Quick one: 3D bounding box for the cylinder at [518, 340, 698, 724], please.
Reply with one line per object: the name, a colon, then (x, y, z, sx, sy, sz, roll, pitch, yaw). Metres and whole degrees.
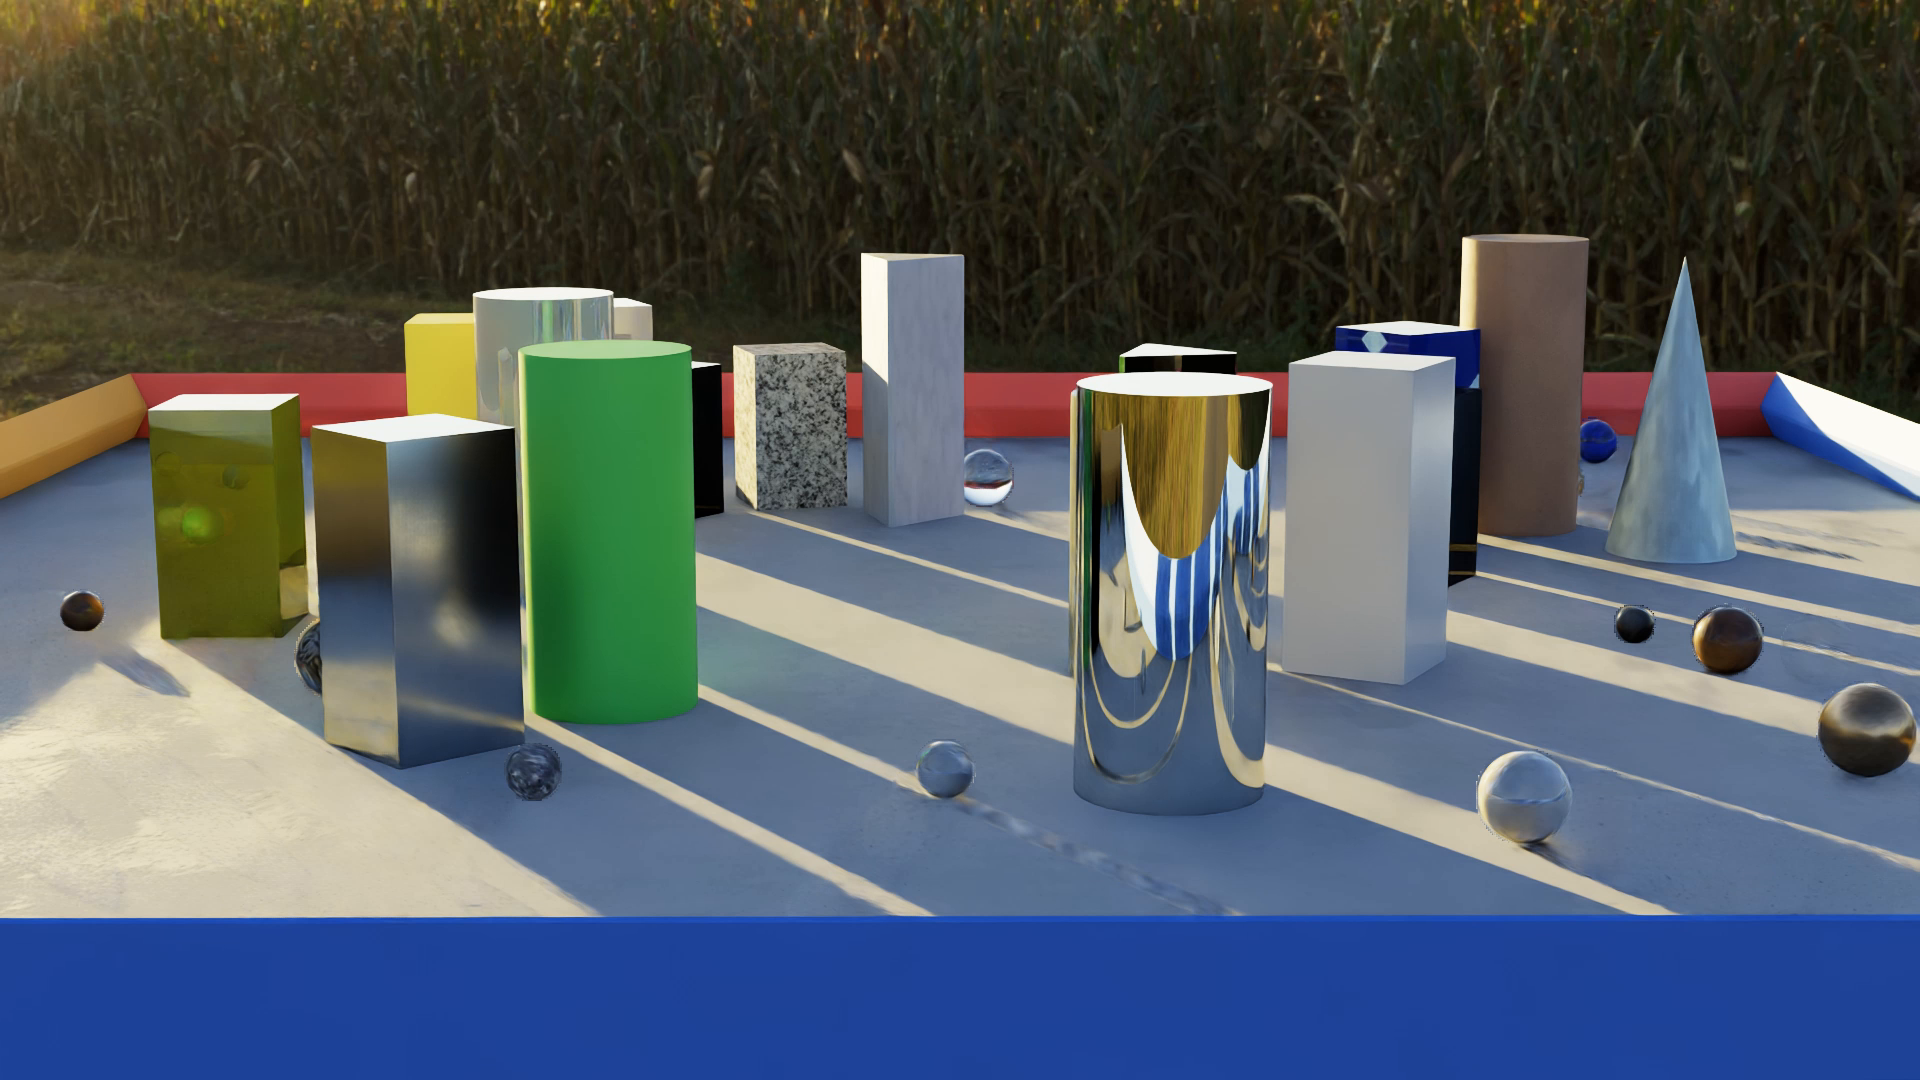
cylinder: (-0.399, -0.013, 2.921, 0.193, 0.410, 0.193, 0, 11, 0)

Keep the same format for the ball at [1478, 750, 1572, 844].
ball: (0.534, 0.243, 2.426, 0.088, 0.088, 0.088, 0, 11, 0)

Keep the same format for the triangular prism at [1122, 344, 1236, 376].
triangular prism: (0.286, -0.106, 3.637, 0.167, 0.331, 0.145, -3, 11, -13)

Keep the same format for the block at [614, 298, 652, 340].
block: (-0.627, -0.250, 4.440, 0.155, 0.320, 0.155, -5, 11, -23)

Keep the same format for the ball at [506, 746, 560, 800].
ball: (-0.428, 0.233, 2.570, 0.055, 0.055, 0.055, 0, 11, 0)

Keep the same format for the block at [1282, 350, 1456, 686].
block: (0.496, -0.031, 3.114, 0.155, 0.375, 0.155, 6, 12, 28)

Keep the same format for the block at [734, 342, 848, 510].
block: (-0.285, -0.193, 4.305, 0.155, 0.258, 0.155, -3, 11, -18)

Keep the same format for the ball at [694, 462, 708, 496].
ball: (-0.460, -0.102, 4.353, 0.062, 0.062, 0.062, 0, 11, 0)

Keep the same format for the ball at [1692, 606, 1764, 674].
ball: (0.928, 0.121, 3.099, 0.082, 0.082, 0.082, 0, 11, 0)

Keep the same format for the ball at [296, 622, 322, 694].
ball: (-0.723, 0.136, 2.981, 0.094, 0.094, 0.094, 0, 11, 0)

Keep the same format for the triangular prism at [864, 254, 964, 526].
triangular prism: (-0.104, -0.249, 4.154, 0.145, 0.423, 0.167, 10, 14, 43)

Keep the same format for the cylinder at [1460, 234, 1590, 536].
cylinder: (0.884, -0.247, 4.052, 0.193, 0.457, 0.193, 0, 11, 0)

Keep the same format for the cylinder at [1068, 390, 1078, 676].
cylinder: (0.228, -0.008, 3.083, 0.193, 0.340, 0.193, 0, 11, 0)

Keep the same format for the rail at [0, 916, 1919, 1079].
rail: (0.009, 0.327, 1.862, 3.245, 0.126, 0.045, 0, 11, 0)

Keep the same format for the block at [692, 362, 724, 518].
block: (-0.496, -0.162, 4.176, 0.155, 0.245, 0.155, 8, 13, 35)

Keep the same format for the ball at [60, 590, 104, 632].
ball: (-1.139, 0.092, 3.328, 0.054, 0.054, 0.054, 0, 11, 0)

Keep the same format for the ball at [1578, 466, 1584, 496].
ball: (1.008, -0.098, 4.296, 0.074, 0.074, 0.074, 0, 11, 0)

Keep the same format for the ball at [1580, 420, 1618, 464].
ball: (1.171, -0.182, 4.731, 0.080, 0.080, 0.080, 0, 11, 0)

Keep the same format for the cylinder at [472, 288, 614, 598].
cylinder: (-0.578, -0.140, 3.597, 0.193, 0.412, 0.193, 0, 11, 0)

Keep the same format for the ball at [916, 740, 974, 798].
ball: (-0.015, 0.230, 2.575, 0.058, 0.058, 0.058, 0, 11, 0)

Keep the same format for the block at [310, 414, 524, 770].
block: (-0.581, 0.050, 2.755, 0.155, 0.346, 0.155, -10, 14, -42)

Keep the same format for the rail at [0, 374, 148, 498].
rail: (-1.599, 0.034, 3.440, 0.045, 0.126, 3.276, 0, 11, 0)

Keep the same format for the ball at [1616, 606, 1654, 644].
ball: (0.858, 0.108, 3.263, 0.047, 0.047, 0.047, 0, 11, 0)

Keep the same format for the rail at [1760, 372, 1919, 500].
rail: (1.599, 0.031, 3.458, 0.045, 0.126, 3.276, 0, 11, 0)

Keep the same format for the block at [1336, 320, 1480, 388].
block: (0.684, -0.162, 3.947, 0.155, 0.328, 0.155, -8, 13, -35)

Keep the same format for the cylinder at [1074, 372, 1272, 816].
cylinder: (0.212, 0.049, 2.572, 0.193, 0.415, 0.193, 0, 11, 0)

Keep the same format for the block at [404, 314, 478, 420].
block: (-0.737, -0.156, 3.843, 0.155, 0.353, 0.155, -1, 11, -4)

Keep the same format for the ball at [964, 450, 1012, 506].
ball: (0.040, -0.103, 4.268, 0.095, 0.095, 0.095, 0, 11, 0)

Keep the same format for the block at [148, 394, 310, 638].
block: (-0.950, -0.033, 3.343, 0.155, 0.295, 0.155, 0, 11, -1)

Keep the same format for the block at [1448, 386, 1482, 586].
block: (0.637, -0.078, 3.652, 0.155, 0.271, 0.155, 7, 12, 32)

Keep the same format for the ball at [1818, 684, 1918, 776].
ball: (0.938, 0.196, 2.651, 0.097, 0.097, 0.097, 0, 11, 0)

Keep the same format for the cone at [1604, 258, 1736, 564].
cone: (1.075, -0.203, 3.841, 0.193, 0.447, 0.193, 0, 11, 0)

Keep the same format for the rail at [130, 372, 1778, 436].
rail: (-0.009, -0.263, 5.036, 3.245, 0.126, 0.045, 0, 11, 0)
